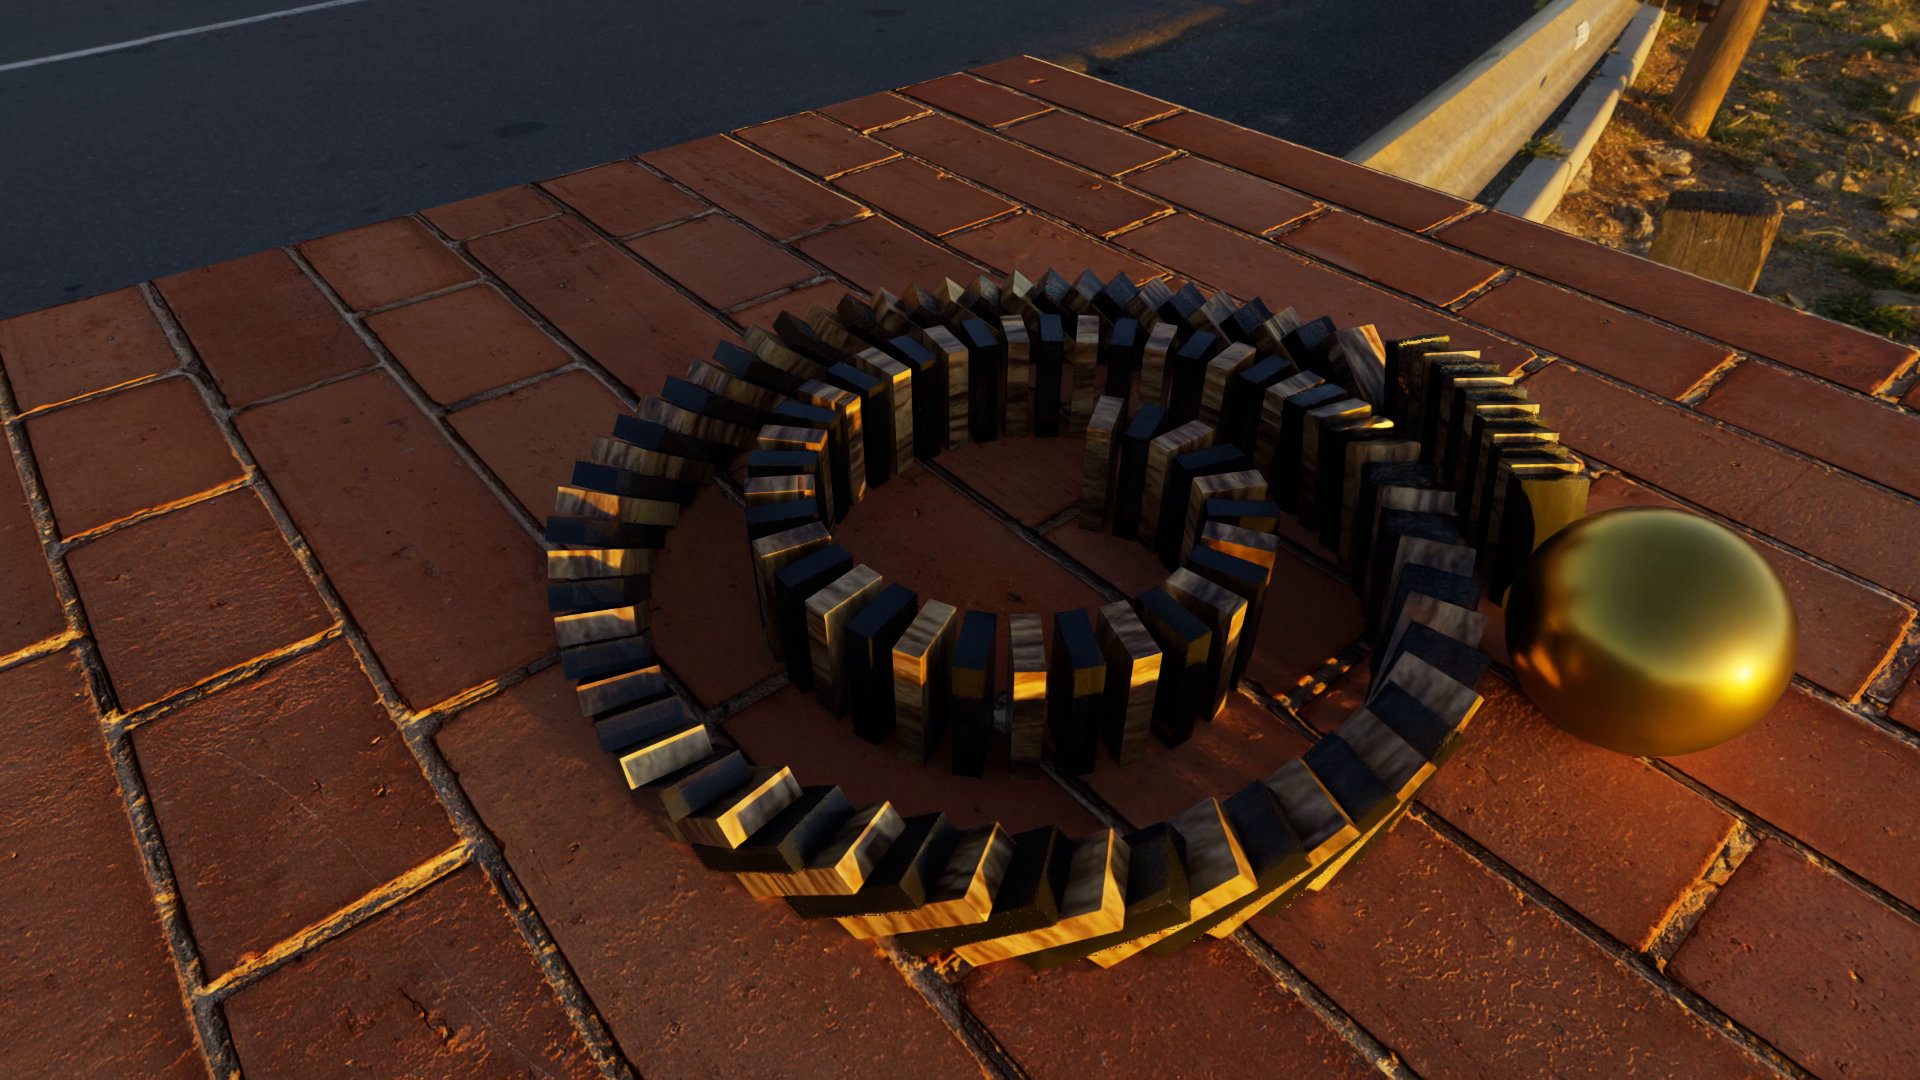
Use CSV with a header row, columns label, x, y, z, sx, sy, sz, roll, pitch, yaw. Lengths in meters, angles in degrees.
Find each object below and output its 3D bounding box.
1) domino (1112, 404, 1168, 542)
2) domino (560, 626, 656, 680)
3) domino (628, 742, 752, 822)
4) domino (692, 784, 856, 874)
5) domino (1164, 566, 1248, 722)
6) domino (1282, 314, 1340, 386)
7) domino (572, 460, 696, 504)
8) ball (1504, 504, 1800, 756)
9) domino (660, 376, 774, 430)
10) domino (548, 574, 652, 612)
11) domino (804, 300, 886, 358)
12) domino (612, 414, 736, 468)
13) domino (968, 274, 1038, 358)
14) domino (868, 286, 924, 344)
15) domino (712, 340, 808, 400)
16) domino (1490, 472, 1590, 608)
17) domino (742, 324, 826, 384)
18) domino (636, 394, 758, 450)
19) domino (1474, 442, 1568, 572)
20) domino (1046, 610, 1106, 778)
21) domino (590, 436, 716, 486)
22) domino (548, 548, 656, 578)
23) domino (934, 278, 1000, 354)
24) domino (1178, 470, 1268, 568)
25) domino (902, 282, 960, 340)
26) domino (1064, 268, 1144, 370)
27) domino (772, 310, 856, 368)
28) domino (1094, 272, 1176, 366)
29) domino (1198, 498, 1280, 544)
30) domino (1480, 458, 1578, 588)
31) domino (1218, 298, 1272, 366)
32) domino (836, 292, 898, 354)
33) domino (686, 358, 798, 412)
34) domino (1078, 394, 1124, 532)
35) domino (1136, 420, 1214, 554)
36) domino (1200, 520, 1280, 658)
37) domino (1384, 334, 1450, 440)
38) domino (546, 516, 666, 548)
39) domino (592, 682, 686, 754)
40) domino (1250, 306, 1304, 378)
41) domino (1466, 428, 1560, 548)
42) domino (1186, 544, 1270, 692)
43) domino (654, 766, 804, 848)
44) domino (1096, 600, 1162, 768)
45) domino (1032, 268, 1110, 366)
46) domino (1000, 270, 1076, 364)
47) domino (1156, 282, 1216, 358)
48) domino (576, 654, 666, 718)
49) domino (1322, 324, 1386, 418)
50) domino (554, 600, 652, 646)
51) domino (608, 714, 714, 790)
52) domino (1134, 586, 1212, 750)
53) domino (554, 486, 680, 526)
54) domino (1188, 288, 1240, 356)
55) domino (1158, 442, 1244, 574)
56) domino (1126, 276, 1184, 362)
label,x,y,z,sx,sy,sz,roll,pitch,yaw
domino,0.073,-0.027,0.445,0.009,0.050,0.025,18,43,20
domino,-0.119,0.038,0.374,0.025,0.009,0.050,-11,2,-13
domino,-0.083,0.072,0.332,0.025,0.009,0.050,-26,6,-28
domino,-0.055,0.084,0.318,0.050,0.010,0.025,-18,18,48
domino,0.079,0.036,0.368,0.025,0.050,0.009,29,47,31
domino,0.175,-0.079,0.516,0.025,0.010,0.050,-26,84,-31
domino,-0.132,-0.023,0.448,0.025,0.010,0.050,12,1,15
ball,0.219,0.029,0.353,0.080,0.080,0.080,0,39,0
domino,-0.107,-0.060,0.494,0.025,0.009,0.050,25,7,27
domino,-0.129,0.019,0.398,0.025,0.010,0.050,-4,1,-5
domino,-0.050,-0.097,0.539,0.050,0.010,0.025,23,23,-38
domino,-0.122,-0.042,0.472,0.025,0.009,0.050,19,4,22
domino,0.027,-0.112,0.557,0.050,0.009,0.025,31,32,-24
domino,-0.021,-0.105,0.549,0.050,0.009,0.025,26,27,-33
domino,-0.088,-0.077,0.515,0.025,0.009,0.050,35,12,35
domino,0.216,0.000,0.411,0.025,0.050,0.009,-1,19,-1
domino,-0.077,-0.085,0.524,0.050,0.009,0.025,19,18,-47
domino,-0.115,-0.052,0.483,0.025,0.010,0.050,23,5,25
domino,0.217,-0.012,0.426,0.025,0.050,0.009,-1,19,-1
domino,0.037,0.049,0.351,0.010,0.050,0.025,-7,40,-8
domino,-0.127,-0.033,0.460,0.025,0.009,0.050,16,3,19
domino,-0.132,0.008,0.410,0.025,0.009,0.050,-1,0,-2
domino,0.011,-0.110,0.555,0.050,0.009,0.025,29,30,-27
domino,0.098,-0.002,0.414,0.025,0.050,0.010,-7,40,-9
domino,-0.005,-0.108,0.552,0.050,0.009,0.025,27,28,-30
domino,0.076,-0.112,0.557,0.050,0.010,0.025,42,42,-11
domino,-0.064,-0.092,0.532,0.050,0.009,0.025,21,21,-42
domino,0.091,-0.109,0.554,0.050,0.010,0.025,44,44,-9
domino,0.099,0.008,0.402,0.025,0.050,0.010,2,39,3
domino,0.216,-0.006,0.418,0.025,0.050,0.009,-1,19,-1
domino,0.149,-0.091,0.531,0.025,0.010,0.050,-36,90,-35
domino,-0.036,-0.102,0.544,0.050,0.010,0.025,25,25,-35
domino,-0.098,-0.069,0.505,0.025,0.010,0.050,30,9,31
domino,0.058,-0.031,0.449,0.010,0.050,0.025,12,41,14
domino,0.085,-0.021,0.437,0.025,0.050,0.010,-25,46,-27
domino,0.095,0.018,0.389,0.025,0.050,0.010,14,41,16
domino,0.203,-0.065,0.490,0.025,0.050,0.009,-10,19,-13
domino,-0.135,-0.003,0.423,0.025,0.010,0.050,5,0,7
domino,-0.103,0.056,0.352,0.025,0.009,0.050,-18,3,-19
domino,0.162,-0.084,0.524,0.025,0.009,0.050,-33,88,-34
domino,0.217,-0.019,0.434,0.025,0.050,0.010,-1,19,-1
domino,0.088,0.027,0.378,0.025,0.050,0.010,21,44,23
domino,-0.069,0.078,0.325,0.025,0.010,0.050,-35,10,-35
domino,0.052,0.047,0.354,0.009,0.050,0.025,-13,41,-15
domino,0.060,-0.113,0.558,0.050,0.010,0.025,38,38,-17
domino,0.043,-0.113,0.558,0.050,0.010,0.025,35,35,-21
domino,0.121,-0.101,0.544,0.050,0.010,0.025,49,49,-4
domino,-0.111,0.047,0.363,0.025,0.010,0.050,-15,2,-17
domino,0.189,-0.074,0.509,0.025,0.010,0.050,-14,78,-26
domino,-0.124,0.028,0.386,0.025,0.010,0.050,-8,1,-10
domino,-0.094,0.064,0.341,0.025,0.010,0.050,-21,4,-23
domino,0.067,0.042,0.360,0.009,0.050,0.025,-23,44,-25
domino,-0.135,-0.013,0.436,0.025,0.010,0.050,9,1,12
domino,0.135,-0.096,0.538,0.050,0.009,0.025,51,51,-2
domino,0.093,-0.012,0.426,0.025,0.050,0.010,-15,42,-18
domino,0.107,-0.106,0.549,0.050,0.010,0.025,47,47,-6
